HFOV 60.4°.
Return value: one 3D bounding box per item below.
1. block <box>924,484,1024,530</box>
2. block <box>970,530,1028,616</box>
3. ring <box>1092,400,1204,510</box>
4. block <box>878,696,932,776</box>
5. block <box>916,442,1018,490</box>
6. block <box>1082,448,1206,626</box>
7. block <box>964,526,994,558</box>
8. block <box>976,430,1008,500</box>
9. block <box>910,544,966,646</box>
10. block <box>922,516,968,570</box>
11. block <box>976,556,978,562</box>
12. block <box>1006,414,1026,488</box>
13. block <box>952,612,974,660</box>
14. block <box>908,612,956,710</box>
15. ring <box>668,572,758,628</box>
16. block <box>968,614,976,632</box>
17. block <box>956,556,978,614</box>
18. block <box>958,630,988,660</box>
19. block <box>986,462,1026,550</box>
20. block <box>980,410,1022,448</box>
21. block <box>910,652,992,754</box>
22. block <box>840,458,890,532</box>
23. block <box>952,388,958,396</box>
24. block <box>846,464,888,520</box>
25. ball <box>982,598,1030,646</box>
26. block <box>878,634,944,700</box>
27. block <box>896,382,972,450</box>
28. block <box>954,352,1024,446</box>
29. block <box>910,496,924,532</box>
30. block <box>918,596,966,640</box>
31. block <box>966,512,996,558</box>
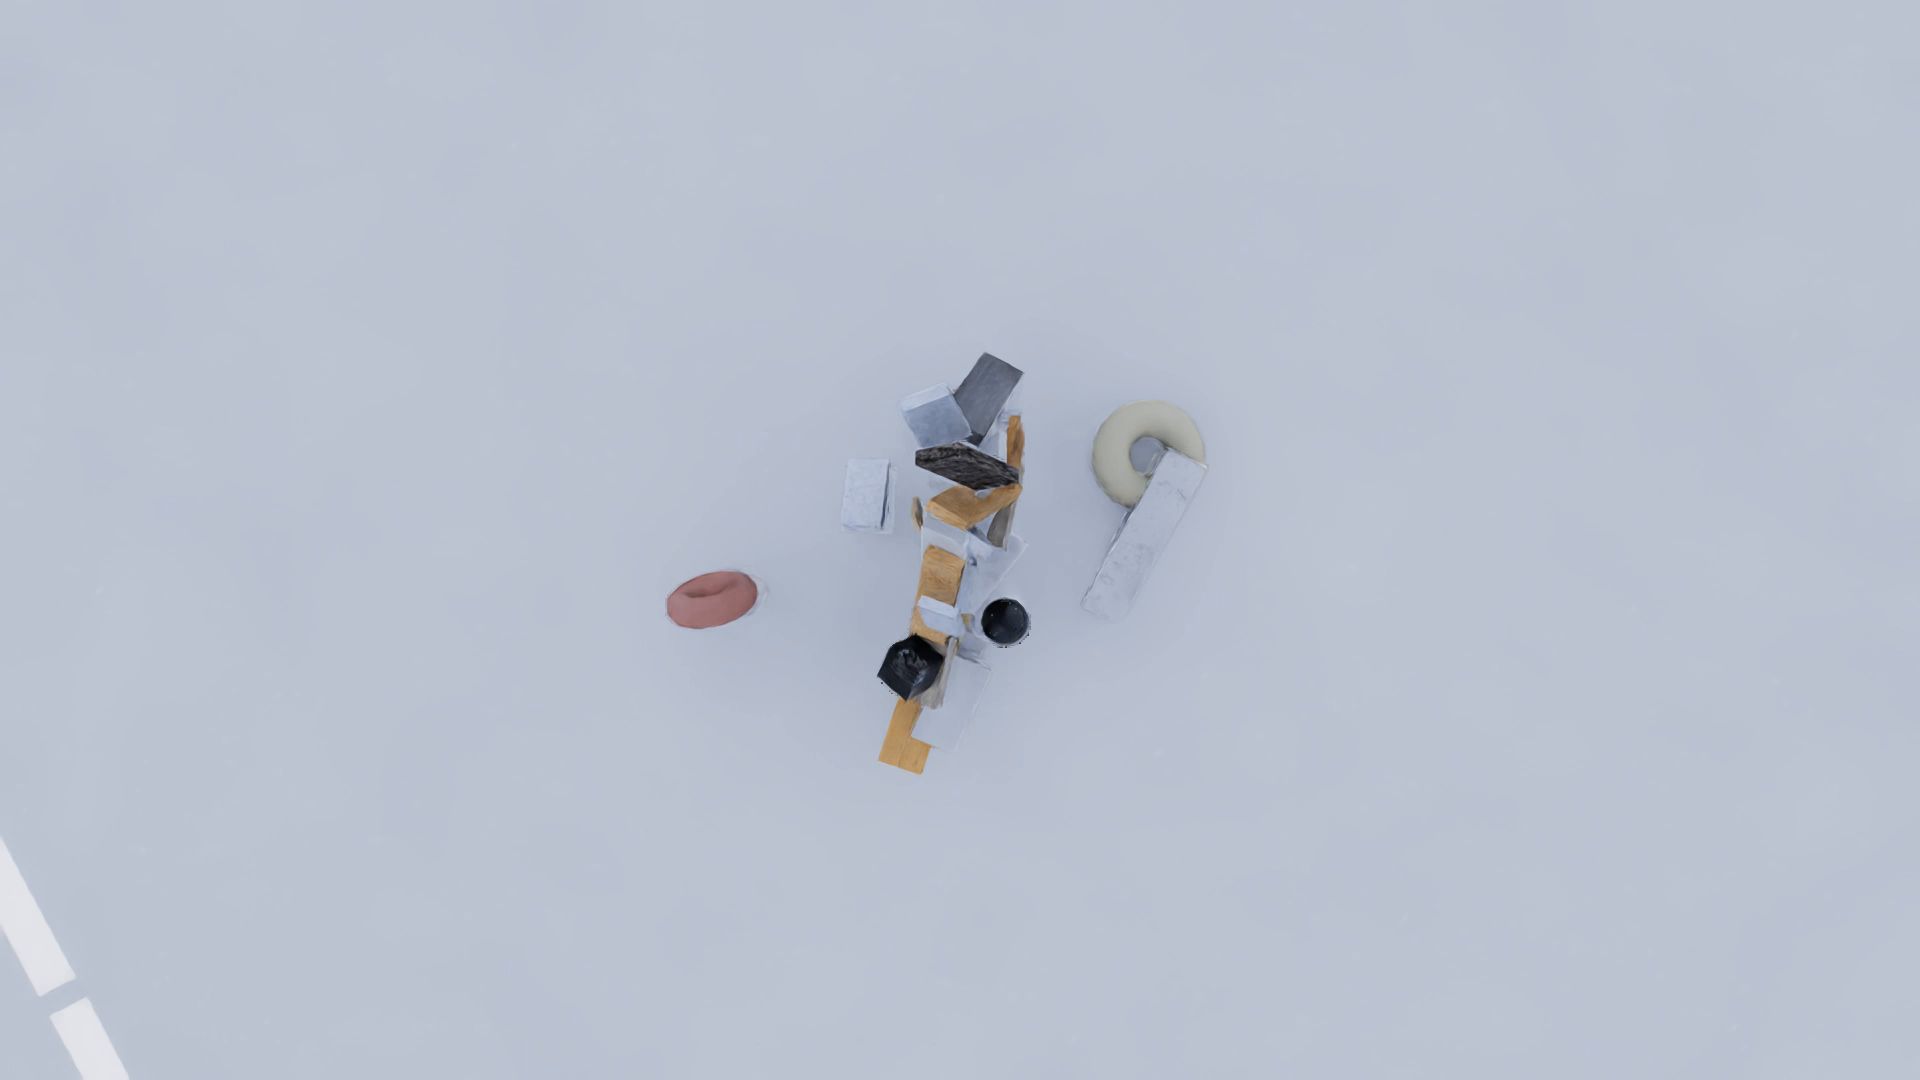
[{"bbox_3d":[0.048,-0.124,4.907,0.129,0.485,0.037,31,113,12],"label":"block"},{"bbox_3d":[0.072,0.081,5.207,0.141,0.040,0.283,38,92,-7],"label":"block"},{"bbox_3d":[0.622,-0.278,5.439,0.373,0.124,0.373,0,91,0],"label":"ring"},{"bbox_3d":[-0.120,0.513,5.478,0.154,0.044,0.509,18,90,0],"label":"block"},{"bbox_3d":[0.022,-0.206,4.674,0.147,0.294,0.042,-10,71,35],"label":"block"},{"bbox_3d":[0.599,-0.009,5.398,0.139,0.039,0.600,27,106,-2],"label":"block"},{"bbox_3d":[0.025,-0.018,4.886,0.129,0.258,0.037,35,95,-10],"label":"block"},{"bbox_3d":[0.095,-0.225,4.910,0.030,0.209,0.104,30,128,-21],"label":"block"},{"bbox_3d":[-0.070,0.172,4.972,0.118,0.530,0.033,22,62,5],"label":"block"},{"bbox_3d":[-0.045,0.021,4.781,0.129,0.258,0.037,23,68,8],"label":"block"},{"bbox_3d":[0.027,0.011,5.125,0.072,0.020,0.144,15,98,23],"label":"block"},{"bbox_3d":[0.161,-0.269,5.017,0.030,0.104,0.209,0,51,15],"label":"block"},{"bbox_3d":[-0.022,0.299,5.318,0.072,0.020,0.360,32,106,25],"label":"block"},{"bbox_3d":[-0.102,0.375,5.306,0.154,0.044,0.309,24,113,28],"label":"block"},{"bbox_3d":[-0.804,0.193,5.357,0.300,0.300,0.100,-11,112,0],"label":"ring"},{"bbox_3d":[0.006,0.211,5.393,0.088,0.025,0.175,-1,106,2],"label":"block"},{"bbox_3d":[-0.018,0.133,5.093,0.118,0.236,0.033,10,49,2],"label":"block"},{"bbox_3d":[0.011,0.385,5.419,0.088,0.025,0.176,28,105,-12],"label":"block"},{"bbox_3d":[0.105,-0.113,5.163,0.139,0.039,0.277,8,78,24],"label":"block"},{"bbox_3d":[0.131,-0.359,5.359,0.139,0.277,0.039,-3,76,2],"label":"block"},{"bbox_3d":[-0.031,0.529,5.410,0.154,0.044,0.309,23,99,-10],"label":"block"},{"bbox_3d":[-0.296,-0.140,5.157,0.129,0.036,0.257,0,56,7],"label":"block"},{"bbox_3d":[0.066,-0.466,5.298,0.104,0.209,0.030,28,119,22],"label":"block"},{"bbox_3d":[-0.301,-0.159,5.357,0.036,0.257,0.129,-42,71,-13],"label":"block"},{"bbox_3d":[0.143,0.259,5.234,0.152,0.152,0.152,0,90,0],"label":"ball"},{"bbox_3d":[-0.156,0.404,5.234,0.129,0.129,0.129,39,125,21],"label":"block"},{"bbox_3d":[-0.071,-0.346,4.697,0.147,0.294,0.042,-20,68,6],"label":"block"},{"bbox_3d":[0.068,-0.450,5.187,0.147,0.533,0.042,28,121,1],"label":"block"},{"bbox_3d":[-0.133,-0.079,5.130,0.016,0.116,0.058,-14,121,12],"label":"block"},{"bbox_3d":[-0.053,0.228,4.856,0.118,0.236,0.033,20,75,10],"label":"block"},{"bbox_3d":[0.014,-0.030,5.059,0.129,0.036,0.257,21,104,-11],"label":"block"}]
